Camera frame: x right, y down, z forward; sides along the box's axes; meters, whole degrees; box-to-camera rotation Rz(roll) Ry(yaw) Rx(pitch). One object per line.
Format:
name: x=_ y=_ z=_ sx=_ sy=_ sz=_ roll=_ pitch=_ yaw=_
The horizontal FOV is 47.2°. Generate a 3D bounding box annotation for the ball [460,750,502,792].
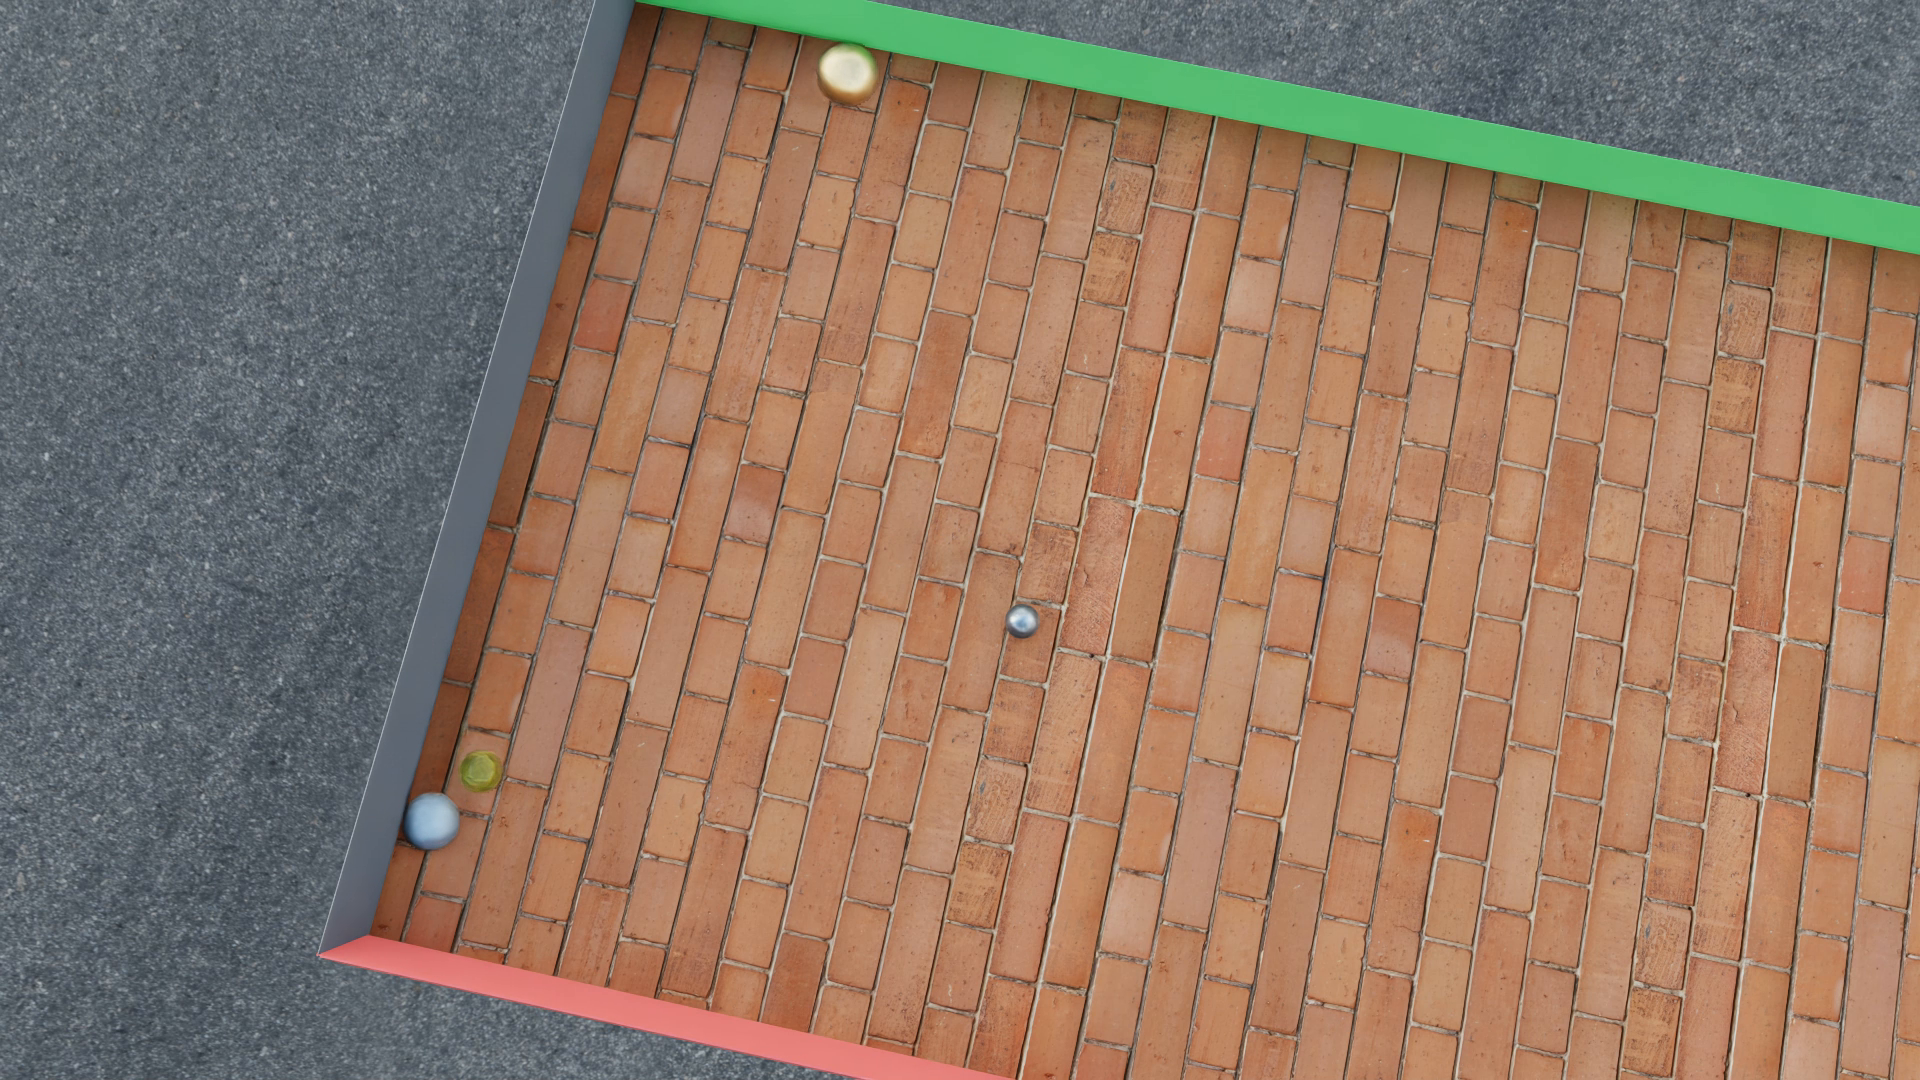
ball: x=-0.711 y=0.342 z=3.264 sx=0.063 sy=0.063 sz=0.063 roll=0 pitch=75 yaw=0

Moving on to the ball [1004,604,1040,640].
ball: x=0.094 y=0.123 z=3.328 sx=0.054 sy=0.054 sz=0.054 roll=0 pitch=75 yaw=0

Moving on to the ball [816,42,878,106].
ball: x=-0.182 y=-0.751 z=3.546 sx=0.099 sy=0.099 sz=0.099 roll=0 pitch=75 yaw=0

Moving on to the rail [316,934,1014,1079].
rail: x=0.566 y=0.888 z=3.078 sx=3.004 sy=0.128 sz=0.045 roll=12 pitch=75 yaw=3

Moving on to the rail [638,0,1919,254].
rail: x=0.901 y=-0.597 z=3.487 sx=3.004 sy=0.128 sz=0.045 roll=12 pitch=75 yaw=3

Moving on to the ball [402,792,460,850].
ball: x=-0.777 y=0.413 z=3.233 sx=0.083 sy=0.083 sz=0.083 roll=0 pitch=75 yaw=0

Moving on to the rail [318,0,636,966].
rail: x=-0.711 y=-0.157 z=3.366 sx=0.045 sy=0.128 sz=1.624 roll=12 pitch=75 yaw=3
